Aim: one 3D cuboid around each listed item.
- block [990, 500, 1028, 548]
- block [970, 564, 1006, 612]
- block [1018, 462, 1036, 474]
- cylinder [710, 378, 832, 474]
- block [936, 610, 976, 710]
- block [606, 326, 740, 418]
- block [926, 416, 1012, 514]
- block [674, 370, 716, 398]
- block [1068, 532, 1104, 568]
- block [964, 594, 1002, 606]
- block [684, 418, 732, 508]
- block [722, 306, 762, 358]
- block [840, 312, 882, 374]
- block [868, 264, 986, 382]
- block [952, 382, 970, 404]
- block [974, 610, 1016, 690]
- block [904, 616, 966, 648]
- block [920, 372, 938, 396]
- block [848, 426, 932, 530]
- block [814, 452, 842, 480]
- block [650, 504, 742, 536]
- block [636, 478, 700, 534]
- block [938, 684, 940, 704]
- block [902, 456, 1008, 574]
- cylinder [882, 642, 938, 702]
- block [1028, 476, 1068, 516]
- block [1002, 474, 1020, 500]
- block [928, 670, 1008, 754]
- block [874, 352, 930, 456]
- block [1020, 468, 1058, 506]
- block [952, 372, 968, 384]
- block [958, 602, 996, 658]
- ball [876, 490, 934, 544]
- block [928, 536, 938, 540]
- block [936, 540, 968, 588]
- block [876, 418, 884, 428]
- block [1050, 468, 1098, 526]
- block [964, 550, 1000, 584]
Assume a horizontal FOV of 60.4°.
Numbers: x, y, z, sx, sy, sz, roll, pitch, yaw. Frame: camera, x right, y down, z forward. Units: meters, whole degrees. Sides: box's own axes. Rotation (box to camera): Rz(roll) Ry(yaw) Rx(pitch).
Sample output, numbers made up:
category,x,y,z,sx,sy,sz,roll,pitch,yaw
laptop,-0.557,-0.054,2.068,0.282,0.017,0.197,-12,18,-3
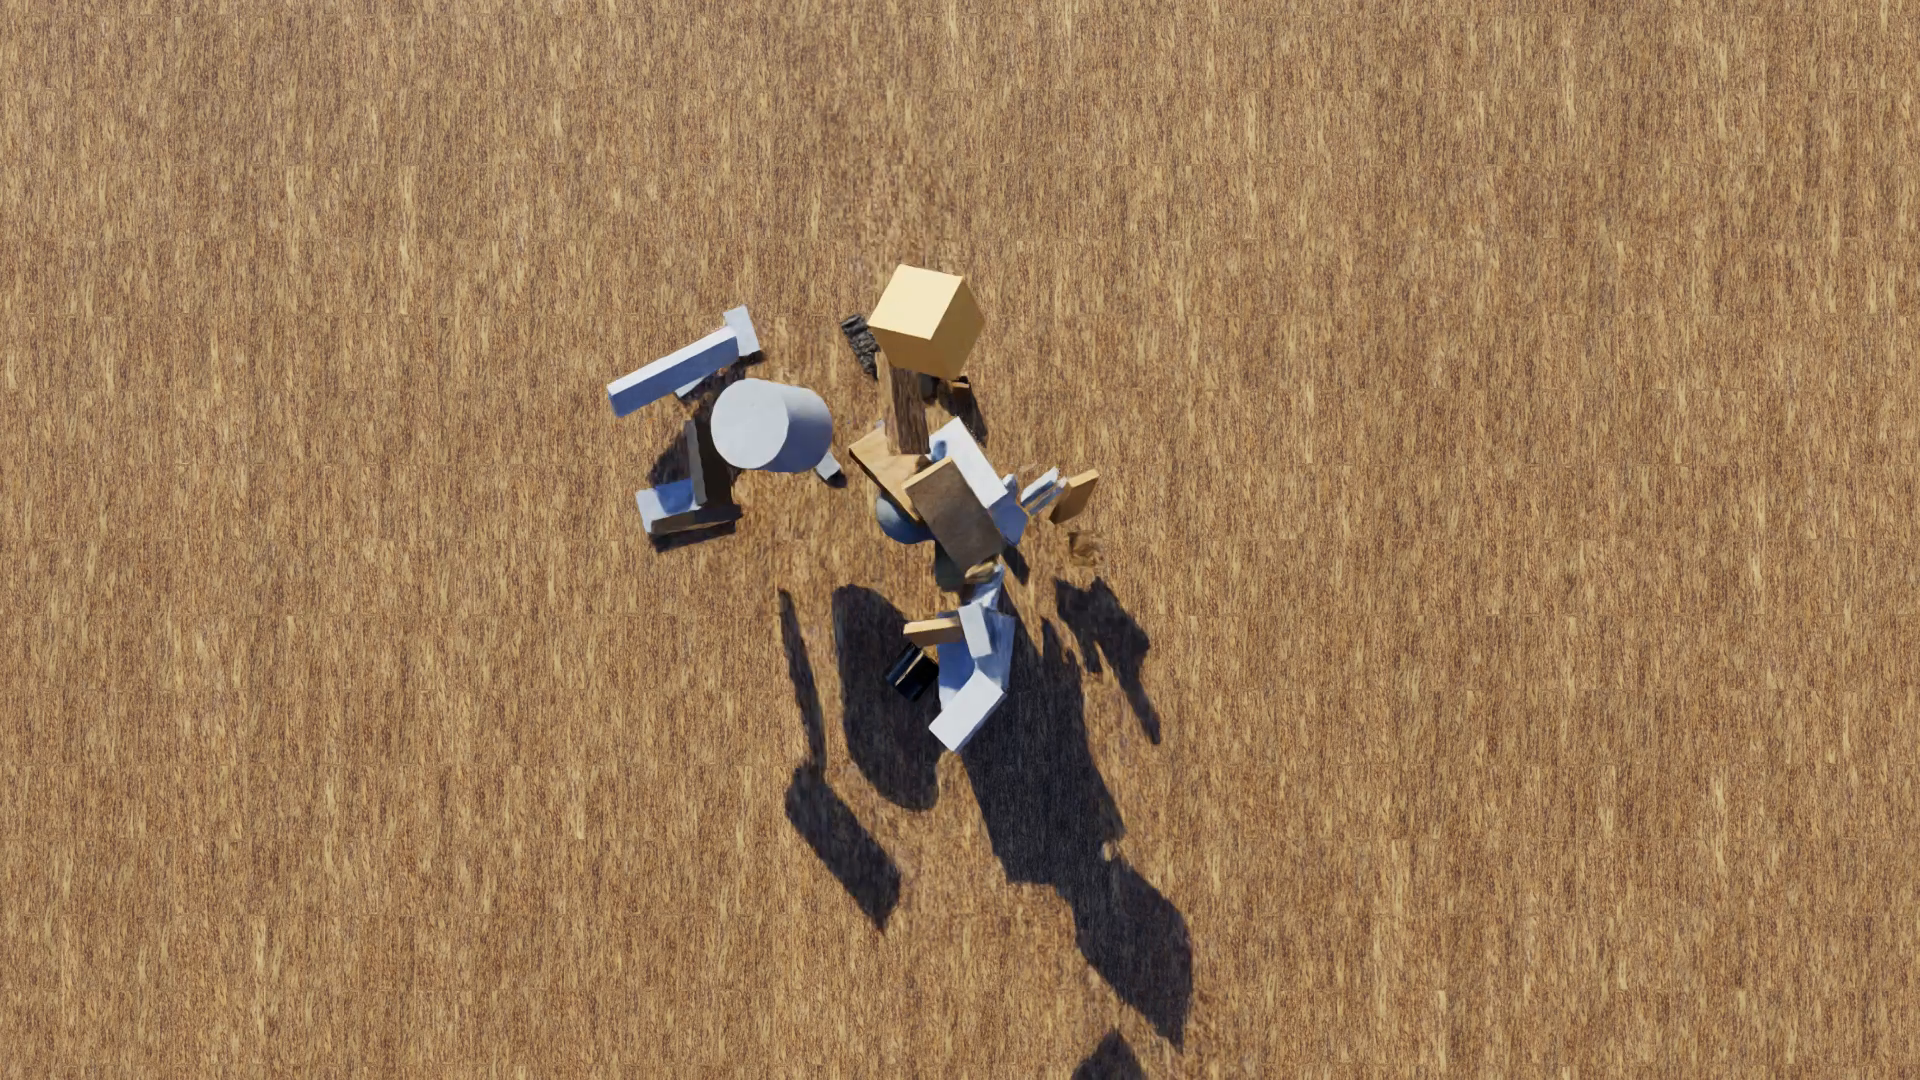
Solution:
category,x,y,z,sx,sy,sz,roll,pitch,yaw
block,0.141,-0.071,5.124,0.030,0.213,0.107,13,72,32
block,0.083,0.144,4.942,0.078,0.022,0.156,-6,54,28
block,0.211,-0.228,5.172,0.050,0.101,0.014,-26,92,4
cylinder,-0.569,-0.343,5.005,0.268,0.268,0.268,0,89,25
block,0.009,0.375,5.171,0.152,0.043,0.304,-3,89,1
block,-0.927,-0.546,5.353,0.445,0.151,0.043,-28,71,-14
block,0.011,-0.202,4.968,0.162,0.046,0.324,-36,60,7
block,-0.893,-0.551,5.489,0.157,0.022,0.078,-39,90,0
block,0.401,0.030,5.256,0.030,0.213,0.107,-8,95,-17
block,0.061,0.209,5.349,0.150,0.300,0.042,-42,85,0
block,-0.777,-0.226,5.105,0.040,0.141,0.282,-20,69,23
block,-0.725,-0.693,5.489,0.078,0.022,0.157,-19,90,0
block,-0.321,-0.657,5.489,0.078,0.022,0.189,-29,90,0
block,-0.087,-0.579,4.392,0.198,0.198,0.198,16,69,28
block,0.001,-0.484,5.449,0.054,0.107,0.015,6,64,0
block,0.103,0.325,4.926,0.112,0.032,0.224,16,106,39
block,-0.016,0.275,5.074,0.292,0.112,0.032,-9,61,17
block,-0.146,-0.541,5.490,0.136,0.019,0.068,31,90,0
block,-0.167,-0.198,4.947,0.162,0.046,0.355,-33,59,-18
block,-0.463,-0.273,5.481,0.068,0.019,0.136,-40,90,18
block,-0.784,-0.059,4.889,0.151,0.302,0.043,-9,89,-35
block,-0.922,-0.126,5.480,0.282,0.040,0.141,-15,90,0
block,0.007,0.500,5.347,0.152,0.304,0.043,-2,90,-1
block,-0.013,-0.073,4.812,0.162,0.046,0.324,-31,115,7
cylinder,-0.157,0.434,5.428,0.145,0.145,0.145,41,90,0
block,0.282,-0.141,5.275,0.021,0.072,0.145,44,121,-9
block,0.131,-0.126,5.139,0.022,0.077,0.154,13,52,32
block,0.023,0.495,4.759,0.224,0.032,0.112,-49,58,0
block,-0.166,-0.396,4.805,0.043,0.151,0.302,-9,88,34
block,0.253,-0.169,5.275,0.021,0.072,0.145,40,126,-18
block,-0.002,-0.537,5.446,0.054,0.107,0.015,-2,82,0
block,0.051,0.267,4.891,0.078,0.022,0.156,-18,86,34
ball,-0.151,-0.095,5.033,0.214,0.214,0.214,0,90,0
block,-0.075,-0.072,5.129,0.077,0.022,0.154,6,65,40
block,0.000,0.004,5.107,0.150,0.042,0.300,-5,54,5
block,-0.216,-0.336,5.240,0.058,0.016,0.115,-30,99,8
block,0.363,-0.136,5.257,0.107,0.218,0.030,-24,66,-27
block,0.073,0.060,4.979,0.078,0.022,0.156,-3,51,26
